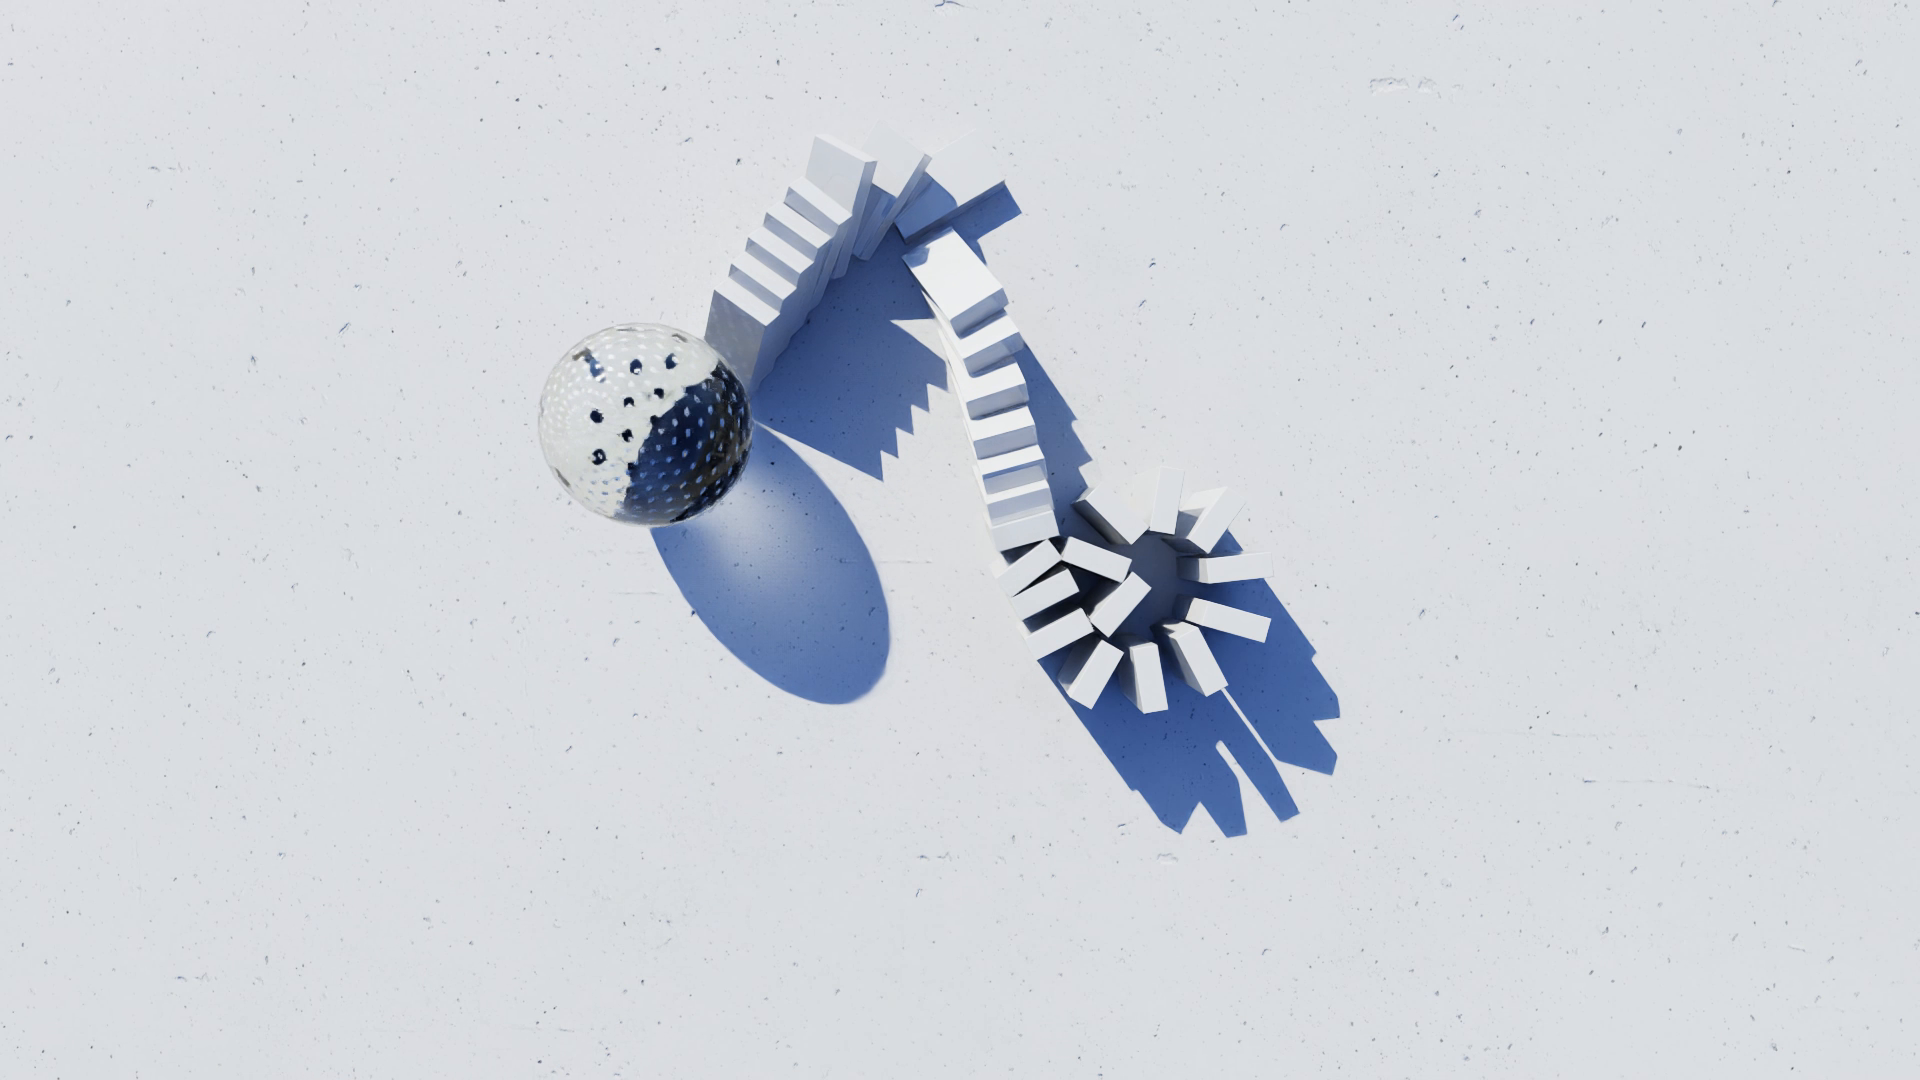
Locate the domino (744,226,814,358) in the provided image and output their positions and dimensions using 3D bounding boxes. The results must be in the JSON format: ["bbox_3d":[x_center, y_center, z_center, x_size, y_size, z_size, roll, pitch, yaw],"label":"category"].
[{"bbox_3d":[-0.079,-0.101,0.377,0.025,0.050,0.009,35,52,0],"label":"domino"}]

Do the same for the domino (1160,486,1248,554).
[{"bbox_3d":[0.099,-0.008,0.375,0.009,0.050,0.025,36,90,0],"label":"domino"}]

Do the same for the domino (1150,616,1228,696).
[{"bbox_3d":[0.093,0.047,0.375,0.009,0.050,0.025,-28,90,0],"label":"domino"}]

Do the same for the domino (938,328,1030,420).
[{"bbox_3d":[0.009,-0.073,0.380,0.025,0.010,0.050,-18,49,0],"label":"domino"}]

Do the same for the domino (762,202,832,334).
[{"bbox_3d":[-0.072,-0.111,0.377,0.025,0.050,0.010,35,52,0],"label":"domino"}]

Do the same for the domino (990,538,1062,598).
[{"bbox_3d":[0.026,0.009,0.374,0.025,0.050,0.010,-37,94,2],"label":"domino"}]

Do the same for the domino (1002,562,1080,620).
[{"bbox_3d":[0.032,0.019,0.375,0.025,0.050,0.009,-27,94,0],"label":"domino"}]

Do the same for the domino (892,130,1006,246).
[{"bbox_3d":[-0.009,-0.152,0.395,0.050,0.010,0.025,-30,90,0],"label":"domino"}]

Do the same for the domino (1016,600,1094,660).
[{"bbox_3d":[0.038,0.036,0.375,0.025,0.050,0.009,-27,90,0],"label":"domino"}]

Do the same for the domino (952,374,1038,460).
[{"bbox_3d":[0.014,-0.055,0.379,0.025,0.050,0.009,-15,133,0],"label":"domino"}]

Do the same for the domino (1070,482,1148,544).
[{"bbox_3d":[0.060,-0.010,0.375,0.025,0.050,0.009,45,90,0],"label":"domino"}]

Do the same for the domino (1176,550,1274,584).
[{"bbox_3d":[0.107,0.011,0.375,0.025,0.050,0.010,-6,90,0],"label":"domino"}]

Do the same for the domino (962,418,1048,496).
[{"bbox_3d":[0.018,-0.038,0.377,0.025,0.050,0.010,-15,124,0],"label":"domino"}]

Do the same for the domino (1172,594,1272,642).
[{"bbox_3d":[0.106,0.031,0.375,0.025,0.050,0.010,16,90,0],"label":"domino"}]

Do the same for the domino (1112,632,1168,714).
[{"bbox_3d":[0.073,0.053,0.375,0.010,0.050,0.025,-10,90,0],"label":"domino"}]

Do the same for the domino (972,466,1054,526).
[{"bbox_3d":[0.021,-0.022,0.375,0.025,0.050,0.009,-15,112,0],"label":"domino"}]

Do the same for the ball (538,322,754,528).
[{"bbox_3d":[-0.122,-0.045,0.360,0.080,0.080,0.080,0,90,0],"label":"ball"}]

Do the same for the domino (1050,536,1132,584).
[{"bbox_3d":[0.051,0.007,0.375,0.025,0.050,0.010,21,90,-3],"label":"domino"}]

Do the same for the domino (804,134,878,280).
[{"bbox_3d":[-0.054,-0.138,0.380,0.025,0.009,0.050,31,124,11],"label":"domino"}]

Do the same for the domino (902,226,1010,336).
[{"bbox_3d":[-0.003,-0.108,0.381,0.025,0.010,0.050,-32,54,0],"label":"domino"}]

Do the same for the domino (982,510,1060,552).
[{"bbox_3d":[0.024,-0.007,0.375,0.025,0.050,0.009,-15,99,0],"label":"domino"}]

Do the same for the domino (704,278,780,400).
[{"bbox_3d":[-0.092,-0.081,0.377,0.025,0.050,0.010,35,52,0],"label":"domino"}]

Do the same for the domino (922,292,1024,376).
[{"bbox_3d":[0.005,-0.092,0.381,0.025,0.010,0.050,-27,53,0],"label":"domino"}]

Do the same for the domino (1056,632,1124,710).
[{"bbox_3d":[0.052,0.052,0.375,0.009,0.050,0.025,30,90,0],"label":"domino"}]

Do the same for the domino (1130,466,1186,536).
[{"bbox_3d":[0.079,-0.015,0.375,0.009,0.050,0.025,10,90,0],"label":"domino"}]

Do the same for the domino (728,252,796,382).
[{"bbox_3d":[-0.085,-0.091,0.377,0.025,0.050,0.009,35,52,0],"label":"domino"}]

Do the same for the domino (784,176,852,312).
[{"bbox_3d":[-0.064,-0.120,0.377,0.025,0.050,0.009,38,52,0],"label":"domino"}]

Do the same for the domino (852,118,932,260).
[{"bbox_3d":[-0.036,-0.147,0.386,0.025,0.009,0.050,39,111,6],"label":"domino"}]

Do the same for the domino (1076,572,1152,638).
[{"bbox_3d":[0.061,0.024,0.375,0.010,0.050,0.025,41,90,-1],"label":"domino"}]
